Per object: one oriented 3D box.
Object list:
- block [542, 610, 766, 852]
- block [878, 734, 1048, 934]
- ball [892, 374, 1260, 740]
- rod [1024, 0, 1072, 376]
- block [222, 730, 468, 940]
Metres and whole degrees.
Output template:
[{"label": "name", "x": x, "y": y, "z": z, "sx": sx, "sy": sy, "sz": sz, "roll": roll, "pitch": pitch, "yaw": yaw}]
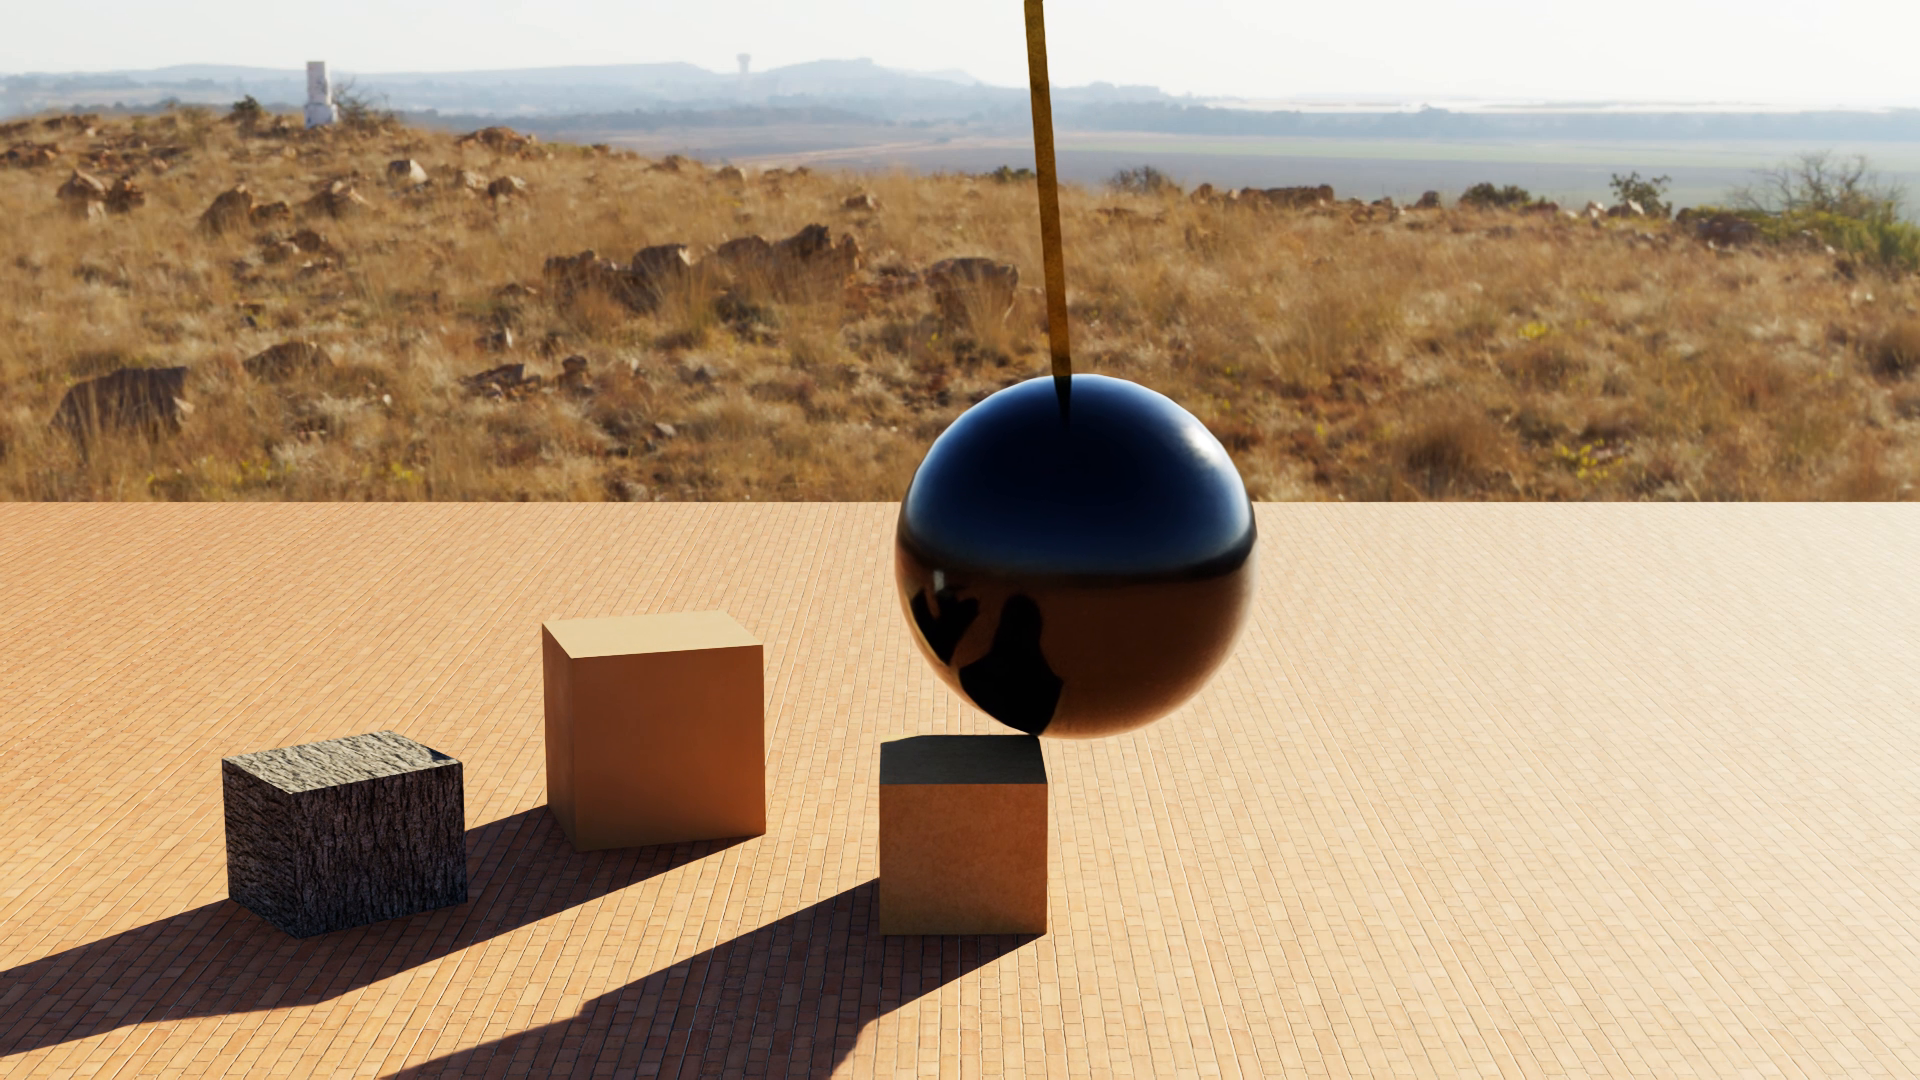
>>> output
[{"label": "block", "x": -1.459, "y": 0.884, "z": 12.168, "sx": 0.890, "sy": 0.908, "sz": 0.826, "roll": -3, "pitch": 11, "yaw": -18}, {"label": "block", "x": 0.006, "y": 1.242, "z": 10.937, "sx": 0.692, "sy": 0.642, "sz": 0.799, "roll": 0, "pitch": 10, "yaw": -1}, {"label": "ball", "x": 0.508, "y": 0.074, "z": 11.194, "sx": 1.600, "sy": 1.600, "sz": 1.600, "roll": 0, "pitch": 10, "yaw": 0}, {"label": "rod", "x": 0.220, "y": -3.259, "z": 10.588, "sx": 0.080, "sy": 5.200, "sz": 0.080, "roll": -5, "pitch": 10, "yaw": 1}, {"label": "block", "x": -2.635, "y": 1.244, "z": 10.987, "sx": 0.778, "sy": 0.621, "sz": 0.699, "roll": -8, "pitch": 13, "yaw": -38}]
